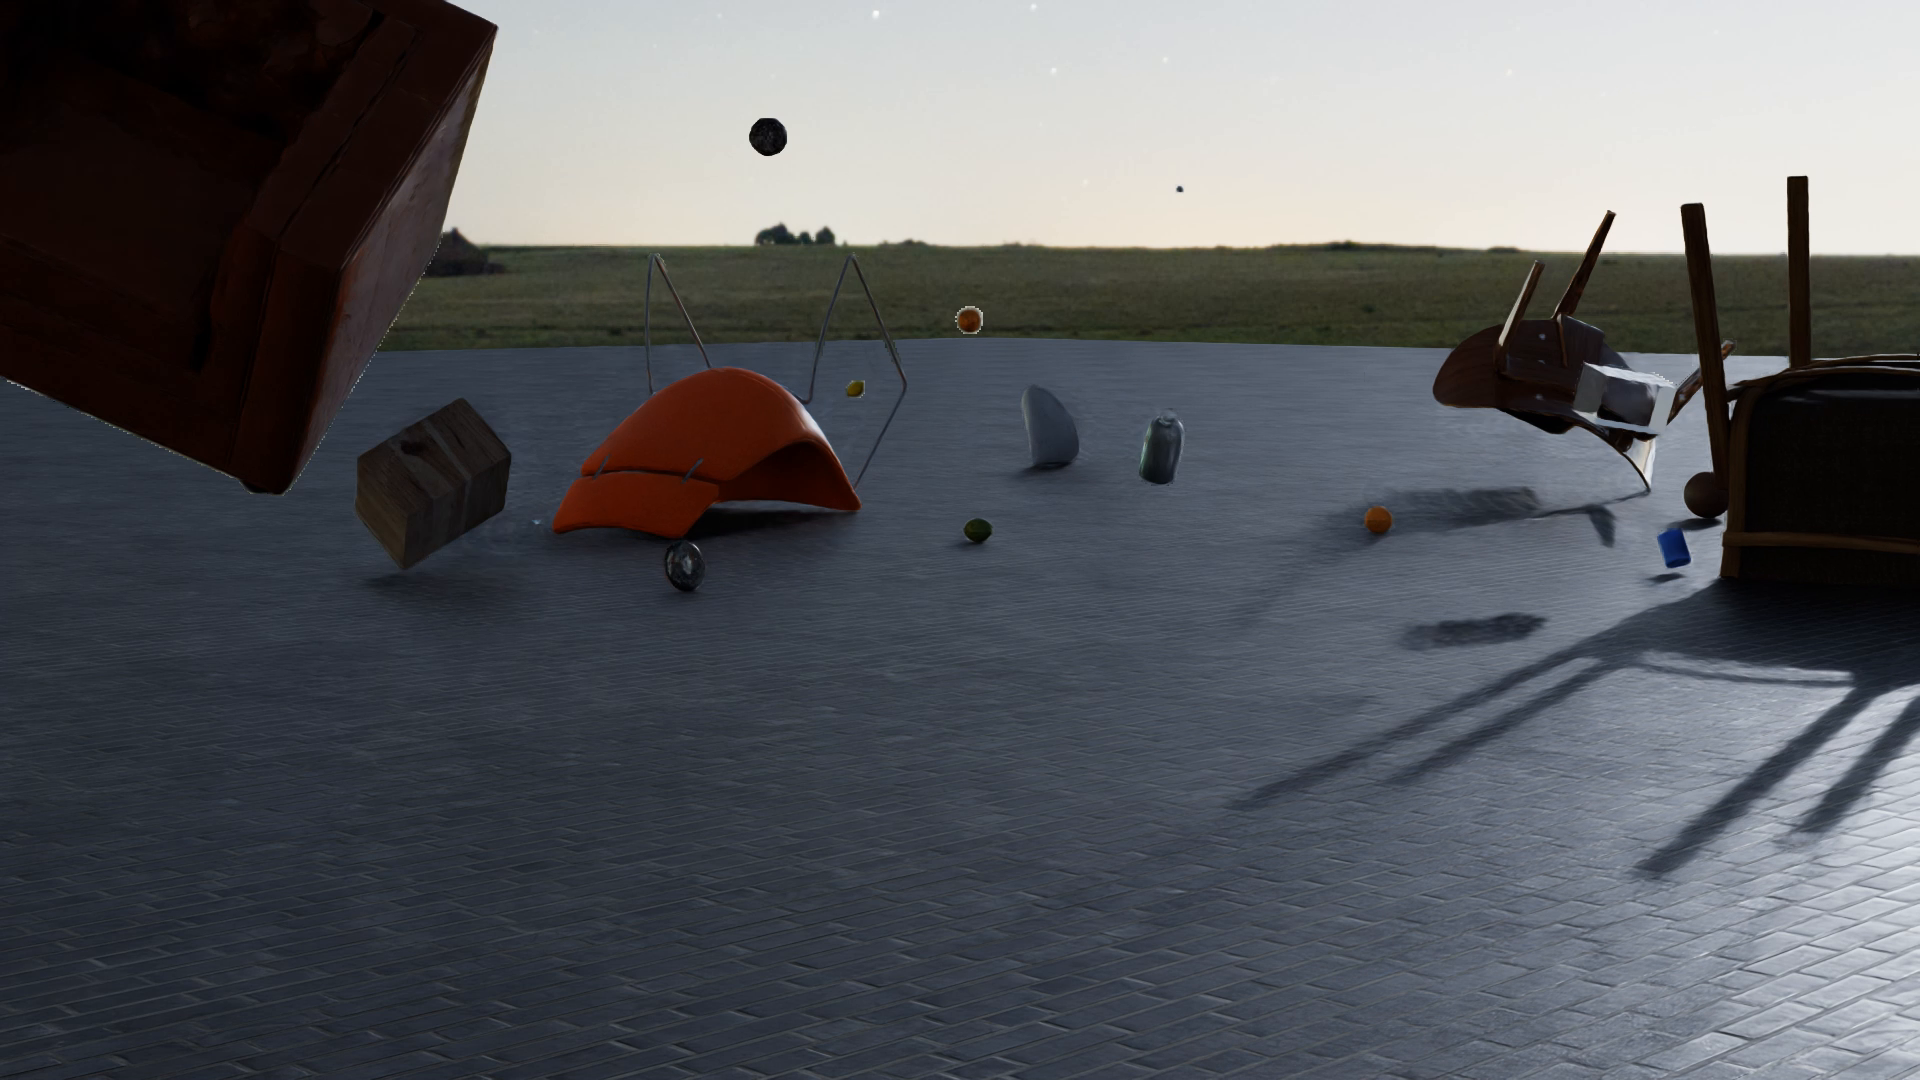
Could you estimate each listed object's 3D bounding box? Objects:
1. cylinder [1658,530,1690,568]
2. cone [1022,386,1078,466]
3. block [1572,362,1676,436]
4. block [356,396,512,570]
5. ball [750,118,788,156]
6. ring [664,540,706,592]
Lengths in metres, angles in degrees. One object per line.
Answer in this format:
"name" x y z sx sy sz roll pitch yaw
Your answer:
"cylinder" 1.591 0.020 5.714 0.056 0.069 0.053 -3 -24 -18
"cone" 0.280 -0.325 8.791 0.164 0.321 0.299 -18 23 24
"block" 1.502 -0.318 5.804 0.172 0.112 0.125 9 16 -14
"block" -1.173 -0.125 5.706 0.277 0.179 0.252 -34 -15 -28
"ball" -0.337 -0.710 4.515 0.067 0.067 0.067 0 6 0
"ring" -0.577 0.055 5.381 0.038 0.110 0.113 -17 25 32
